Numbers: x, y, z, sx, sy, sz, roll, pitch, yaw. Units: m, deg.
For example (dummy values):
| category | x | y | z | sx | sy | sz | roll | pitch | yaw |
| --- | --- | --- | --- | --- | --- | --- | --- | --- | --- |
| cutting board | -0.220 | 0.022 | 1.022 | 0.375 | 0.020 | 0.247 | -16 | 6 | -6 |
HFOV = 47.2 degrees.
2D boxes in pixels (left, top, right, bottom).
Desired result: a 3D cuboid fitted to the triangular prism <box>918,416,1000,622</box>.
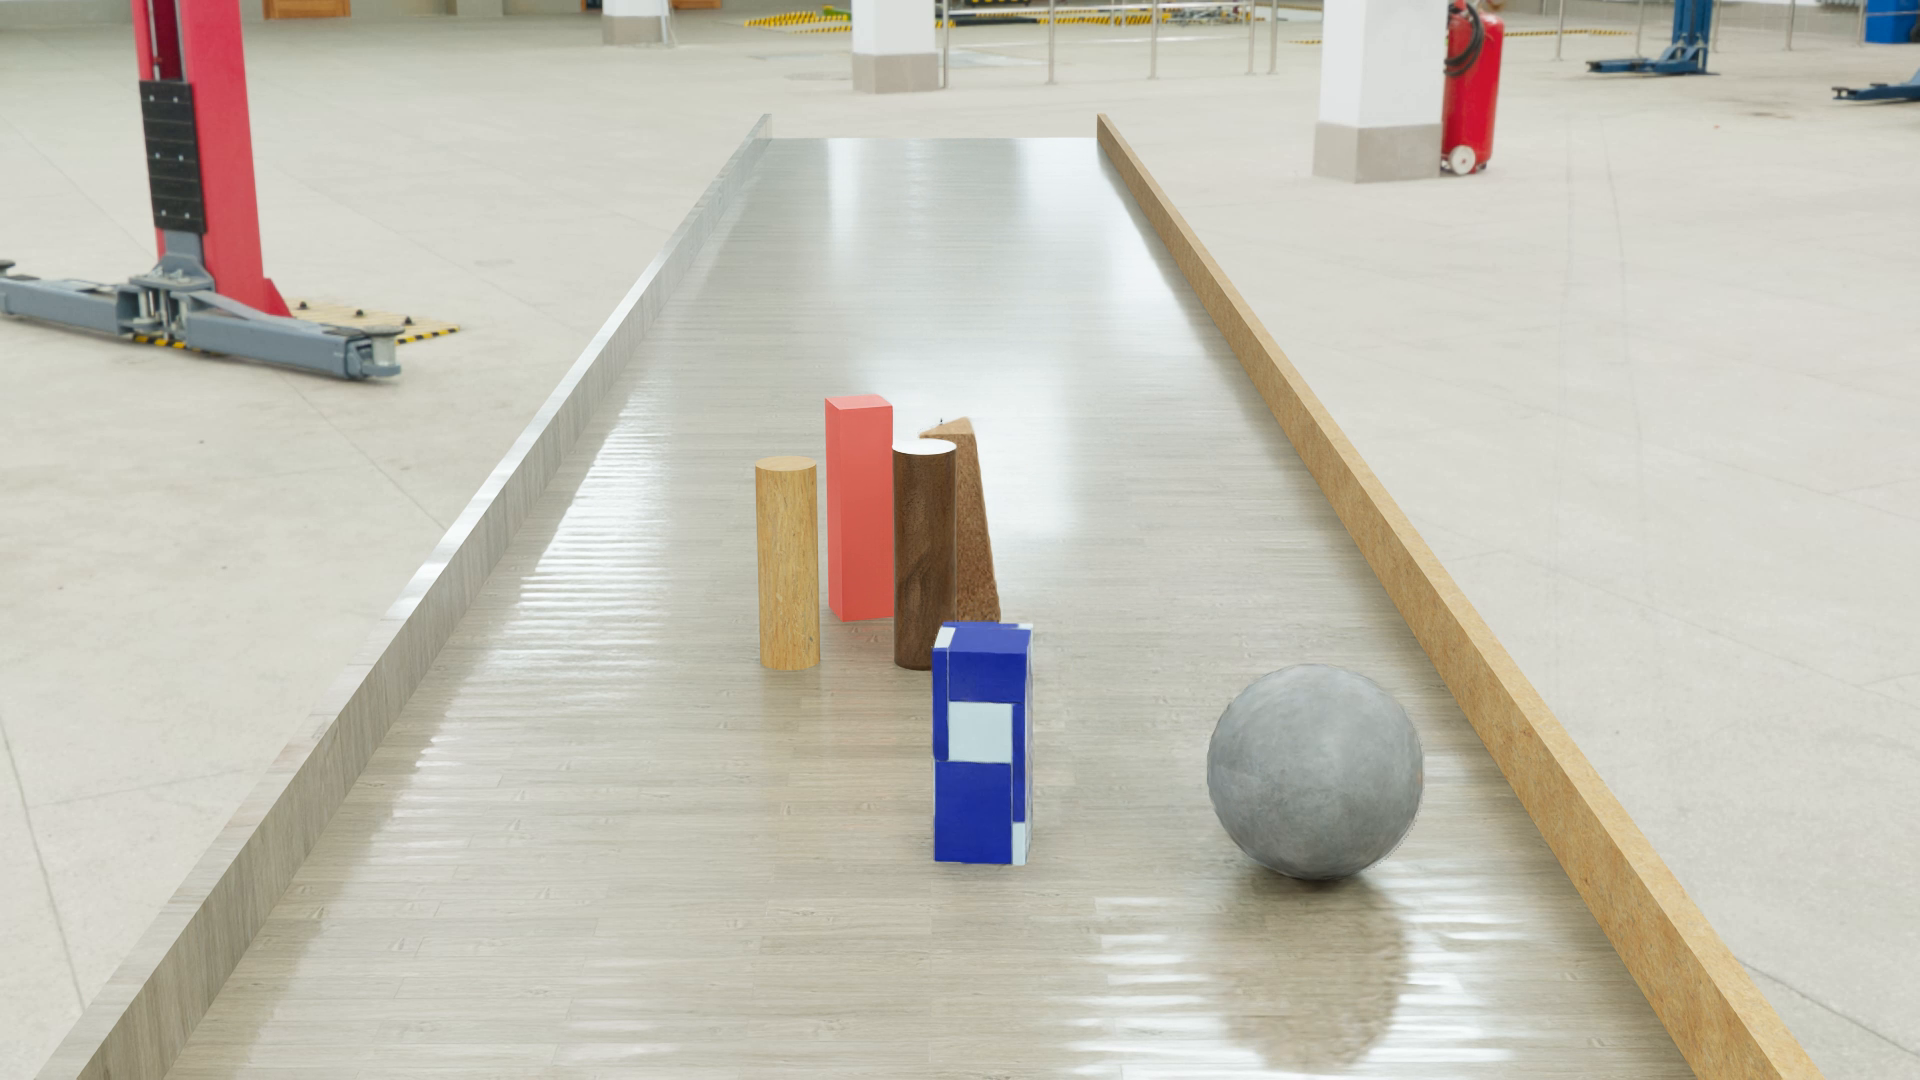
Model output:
| category | x | y | z | sx | sy | sz | roll | pitch | yaw |
| --- | --- | --- | --- | --- | --- | --- | --- | --- | --- |
| triangular prism | 0.020 | -0.043 | 4.600 | 0.124 | 0.419 | 0.108 | 1 | 23 | 23 |

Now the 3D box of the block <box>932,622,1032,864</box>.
| category | x | y | z | sx | sy | sz | roll | pitch | yaw |
| --- | --- | --- | --- | --- | --- | --- | --- | --- | --- |
| block | 0.038 | 0.323 | 3.515 | 0.145 | 0.355 | 0.145 | 1 | 17 | 6 |

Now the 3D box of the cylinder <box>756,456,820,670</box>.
| category | x | y | z | sx | sy | sz | roll | pitch | yaw |
| --- | --- | --- | --- | --- | --- | --- | --- | --- | --- |
| cylinder | -0.341 | 0.045 | 4.358 | 0.120 | 0.408 | 0.120 | 0 | 17 | 0 |

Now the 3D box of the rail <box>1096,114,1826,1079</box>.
| category | x | y | z | sx | sy | sz | roll | pitch | yaw |
| --- | --- | --- | --- | --- | --- | --- | --- | --- | --- |
| rail | 0.932 | -0.844 | 7.801 | 0.050 | 0.150 | 12.000 | 0 | 17 | -1 |

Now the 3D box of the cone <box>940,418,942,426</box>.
| category | x | y | z | sx | sy | sz | roll | pitch | yaw |
| --- | --- | --- | --- | --- | --- | --- | --- | --- | --- |
| cone | -0.041 | -0.096 | 4.909 | 0.174 | 0.366 | 0.174 | 0 | 17 | 0 |

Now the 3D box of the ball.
| category | x | y | z | sx | sy | sz | roll | pitch | yaw |
| --- | --- | --- | --- | --- | --- | --- | --- | --- | --- |
| ball | 0.552 | 0.360 | 3.427 | 0.336 | 0.336 | 0.336 | 0 | 17 | 0 |

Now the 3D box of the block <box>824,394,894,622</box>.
| category | x | y | z | sx | sy | sz | roll | pitch | yaw |
| --- | --- | --- | --- | --- | --- | --- | --- | --- | --- |
| block | -0.211 | -0.068 | 4.648 | 0.115 | 0.460 | 0.115 | -5 | 17 | -17 |

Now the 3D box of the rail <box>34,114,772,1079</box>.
| category | x | y | z | sx | sy | sz | roll | pitch | yaw |
| --- | --- | --- | --- | --- | --- | --- | --- | --- | --- |
| rail | -1.118 | -0.838 | 7.780 | 0.050 | 0.150 | 12.000 | 0 | 17 | -1 |

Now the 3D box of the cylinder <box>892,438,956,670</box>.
| category | x | y | z | sx | sy | sz | roll | pitch | yaw |
| --- | --- | --- | --- | --- | --- | --- | --- | --- | --- |
| cylinder | -0.070 | 0.029 | 4.352 | 0.126 | 0.442 | 0.126 | 0 | 17 | 0 |
